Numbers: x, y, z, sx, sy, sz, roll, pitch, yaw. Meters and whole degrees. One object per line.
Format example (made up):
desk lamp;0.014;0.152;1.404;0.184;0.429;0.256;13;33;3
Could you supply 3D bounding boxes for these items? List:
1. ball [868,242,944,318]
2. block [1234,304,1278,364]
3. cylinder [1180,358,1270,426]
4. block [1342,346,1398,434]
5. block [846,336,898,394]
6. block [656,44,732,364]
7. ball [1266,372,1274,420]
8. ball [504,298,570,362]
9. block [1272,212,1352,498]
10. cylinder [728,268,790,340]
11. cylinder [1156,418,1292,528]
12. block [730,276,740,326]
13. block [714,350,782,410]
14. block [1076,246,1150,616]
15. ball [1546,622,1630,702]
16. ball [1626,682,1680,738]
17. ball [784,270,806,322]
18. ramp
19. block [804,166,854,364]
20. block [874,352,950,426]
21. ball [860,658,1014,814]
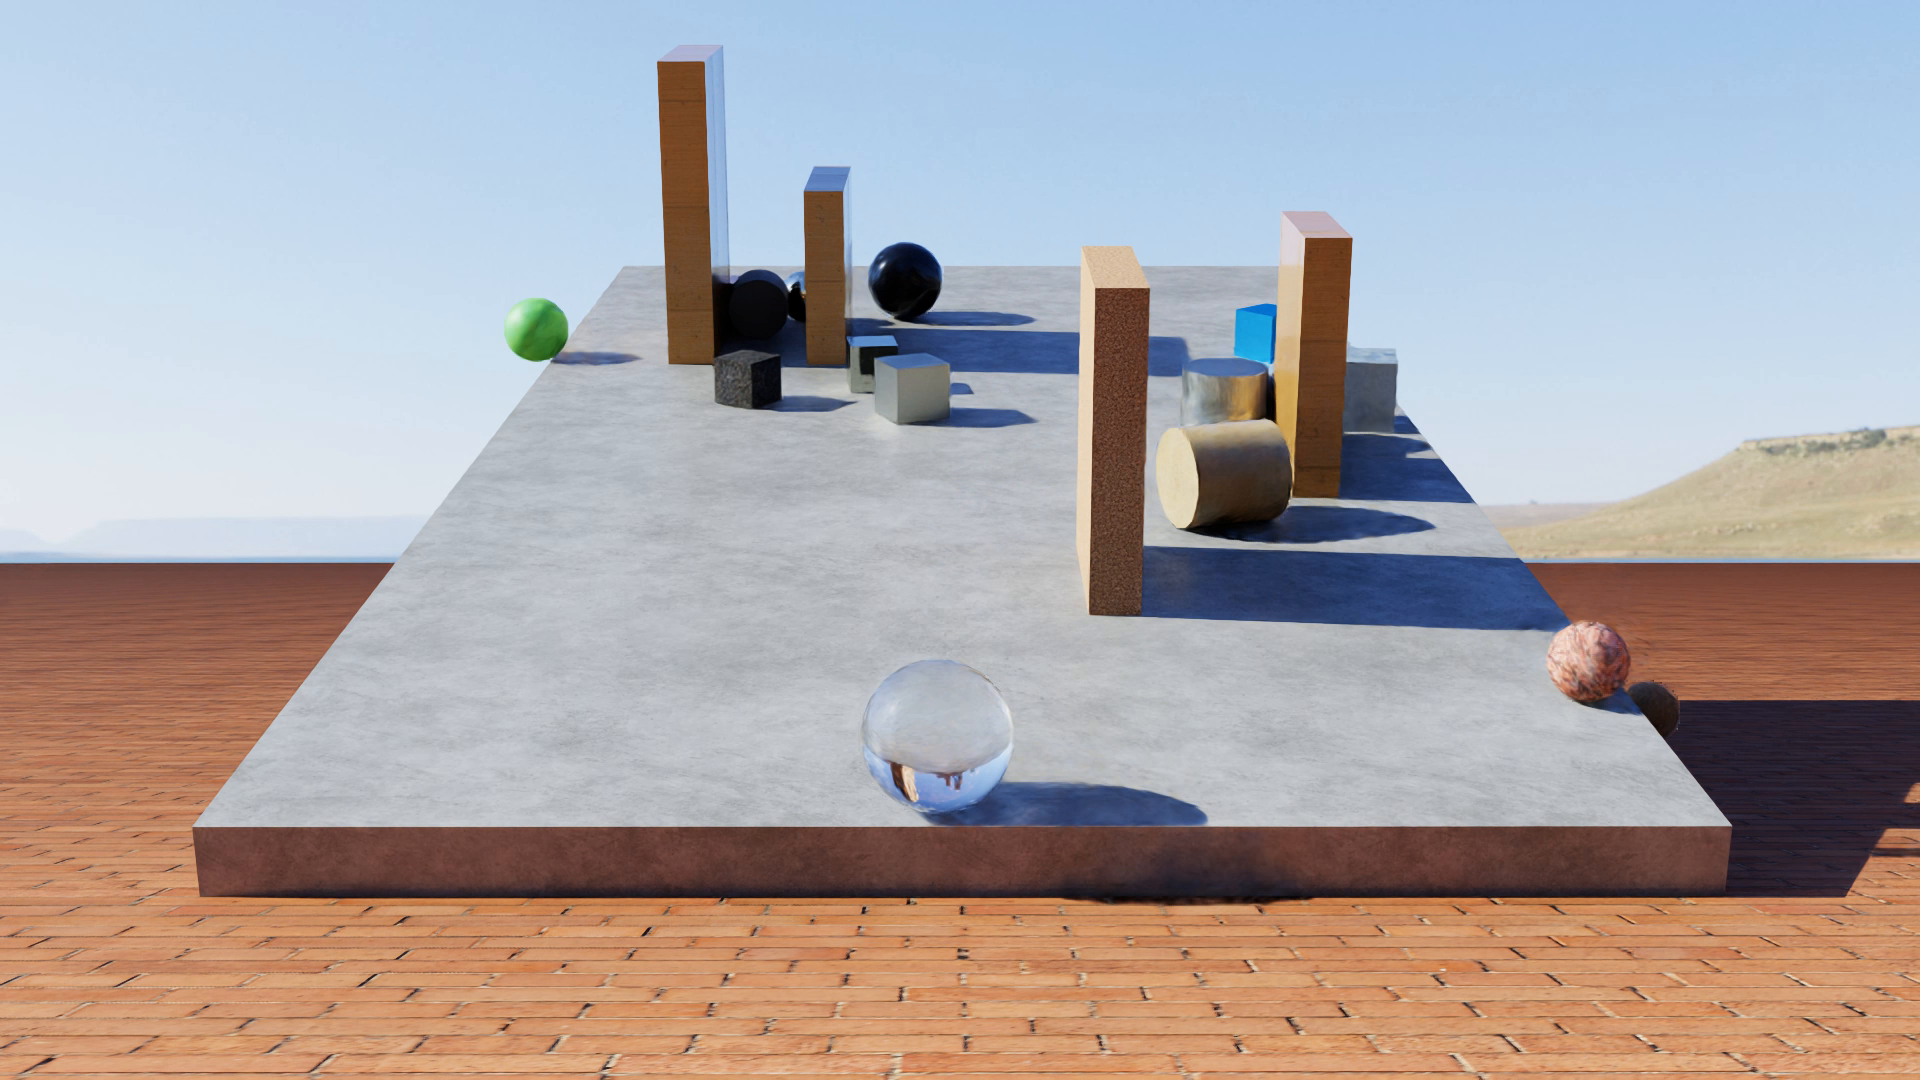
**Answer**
ball;-0.146;-0.694;5.951;0.203;0.203;0.203;0;0;0
block;0.764;-0.513;5.520;0.117;0.117;0.117;-15;23;-40
cylinder;0.552;-0.273;4.652;0.179;0.179;0.179;0;17;0
block;0.872;-0.330;4.875;0.154;0.154;0.154;3;18;8
block;-0.205;-0.410;5.201;0.110;0.110;0.110;-2;18;-7
block;-0.656;-0.843;5.547;0.112;0.727;0.444;0;17;0
ball;0.712;-0.288;4.719;0.168;0.168;0.168;0;0;0
ball;-1.045;-0.519;5.498;0.159;0.159;0.159;0;0;0
block;0.693;-0.373;4.418;0.090;0.510;0.316;0;17;0
cylinder;-0.520;-0.612;5.770;0.154;0.154;0.154;0;17;-4
cylinder;0.492;-0.124;4.160;0.189;0.189;0.189;-6;1;-18
block;-0.552;-0.635;5.908;0.115;0.115;0.115;-1;17;-2
block;-0.481;-0.364;5.059;0.107;0.107;0.107;11;21;32
block;0.256;-0.194;3.785;0.087;0.547;0.386;0;17;0
ball;0.932;0.181;3.308;0.119;0.119;0.119;0;0;0
ball;1.547;0.387;5.012;0.134;0.134;0.134;0;0;0
ball;-0.412;-0.646;5.906;0.137;0.137;0.137;0;0;0
ramp;-0.003;-0.179;4.816;2.000;0.100;4.000;0;17;0
block;-0.327;-0.696;5.590;0.095;0.423;0.441;0;17;0
block;-0.106;-0.335;4.936;0.126;0.126;0.126;-8;19;-24
ball;-0.030;0.257;2.921;0.203;0.203;0.203;0;0;0
